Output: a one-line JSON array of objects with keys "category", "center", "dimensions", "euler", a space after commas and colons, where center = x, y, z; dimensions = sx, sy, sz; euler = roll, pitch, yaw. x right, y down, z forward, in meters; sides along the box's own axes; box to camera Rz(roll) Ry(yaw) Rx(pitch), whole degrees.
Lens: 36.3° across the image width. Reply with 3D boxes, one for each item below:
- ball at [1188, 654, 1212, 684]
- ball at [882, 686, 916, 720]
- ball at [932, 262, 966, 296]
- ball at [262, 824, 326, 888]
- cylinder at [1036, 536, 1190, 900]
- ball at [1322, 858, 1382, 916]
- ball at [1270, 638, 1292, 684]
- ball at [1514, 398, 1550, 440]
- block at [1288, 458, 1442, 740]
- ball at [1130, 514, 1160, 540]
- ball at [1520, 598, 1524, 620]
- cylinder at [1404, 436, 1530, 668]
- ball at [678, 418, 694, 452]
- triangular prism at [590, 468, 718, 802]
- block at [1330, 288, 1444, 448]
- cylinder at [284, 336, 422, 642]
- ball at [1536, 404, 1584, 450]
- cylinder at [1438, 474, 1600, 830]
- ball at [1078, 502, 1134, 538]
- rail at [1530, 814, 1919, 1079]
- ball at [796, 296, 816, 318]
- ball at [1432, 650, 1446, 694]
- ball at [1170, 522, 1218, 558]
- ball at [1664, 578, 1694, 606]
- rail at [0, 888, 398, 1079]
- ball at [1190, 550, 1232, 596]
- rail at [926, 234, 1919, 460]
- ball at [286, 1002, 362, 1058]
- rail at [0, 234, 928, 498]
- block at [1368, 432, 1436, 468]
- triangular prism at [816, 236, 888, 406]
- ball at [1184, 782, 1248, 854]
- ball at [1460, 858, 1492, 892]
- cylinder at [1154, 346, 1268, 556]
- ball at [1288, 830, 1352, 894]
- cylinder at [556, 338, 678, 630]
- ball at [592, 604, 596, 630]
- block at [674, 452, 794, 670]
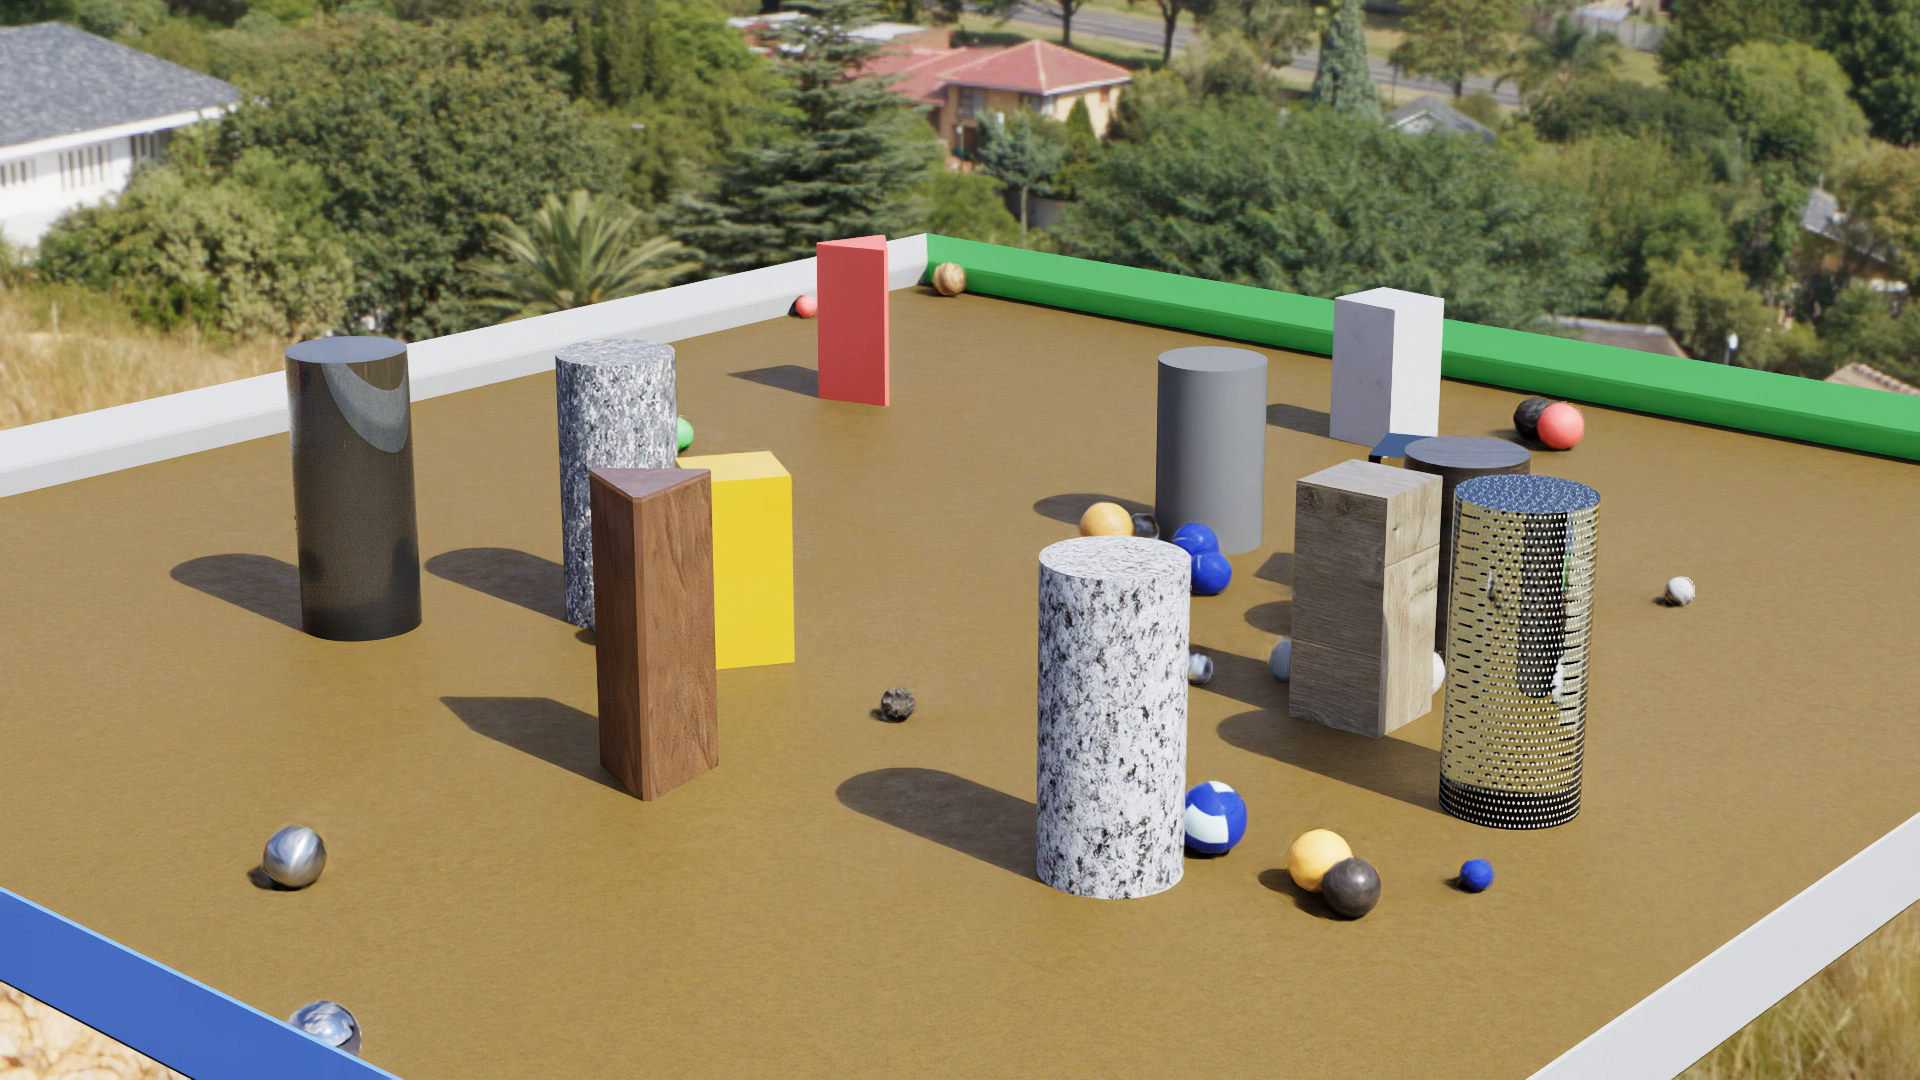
[{"category": "ball", "center": [0.380, 0.206, 4.693], "dimensions": [0.046, 0.046, 0.046], "euler": [0, 17, 0]}, {"category": "ball", "center": [-0.095, 0.253, 4.526], "dimensions": [0.052, 0.052, 0.052], "euler": [0, 17, 0]}, {"category": "ball", "center": [-0.029, -0.670, 7.533], "dimensions": [0.087, 0.087, 0.087], "euler": [0, 17, 0]}, {"category": "ball", "center": [-0.887, 0.422, 3.912], "dimensions": [0.083, 0.083, 0.083], "euler": [0, 17, 0]}, {"category": "cylinder", "center": [0.203, 0.235, 3.910], "dimensions": [0.200, 0.443, 0.200], "euler": [0, 17, 0]}, {"category": "ball", "center": [0.511, 0.452, 3.820], "dimensions": [0.077, 0.077, 0.077], "euler": [0, 17, 0]}, {"category": "ball", "center": [0.531, 0.193, 4.689], "dimensions": [0.072, 0.072, 0.072], "euler": [0, 17, 0]}, {"category": "ball", "center": [1.206, -0.255, 6.153], "dimensions": [0.086, 0.086, 0.086], "euler": [0, 17, 0]}, {"category": "block", "center": [0.622, 0.088, 4.505], "dimensions": [0.160, 0.380, 0.160], "euler": [13, 21, 37]}, {"category": "ball", "center": [0.334, -0.016, 5.395], "dimensions": [0.066, 0.066, 0.066], "euler": [0, 17, 0]}, {"category": "ball", "center": [0.911, 0.112, 4.944], "dimensions": [0.081, 0.081, 0.081], "euler": [0, 17, 0]}, {"category": "cylinder", "center": [0.812, 0.029, 4.744], "dimensions": [0.200, 0.355, 0.200], "euler": [0, 17, 0]}, {"category": "ball", "center": [-0.585, -0.218, 6.062], "dimensions": [0.069, 0.069, 0.069], "euler": [0, 17, 0]}, {"category": "triangular prism", "center": [-0.468, 0.126, 4.252], "dimensions": [0.150, 0.454, 0.173], "euler": [10, 19, 30]}, {"category": "block", "center": [0.891, -0.358, 6.128], "dimensions": [0.160, 0.299, 0.160], "euler": [-15, 22, -41]}, {"category": "cylinder", "center": [-1.016, -0.087, 4.920], "dimensions": [0.200, 0.477, 0.200], "euler": [0, 17, 0]}, {"category": "ball", "center": [1.242, -0.235, 6.070], "dimensions": [0.096, 0.096, 0.096], "euler": [0, 17, 0]}, {"category": "cylinder", "center": [0.787, 0.157, 4.135], "dimensions": [0.200, 0.462, 0.200], "euler": [0, 17, 0]}, {"category": "ball", "center": [0.266, -0.019, 5.345], "dimensions": [0.100, 0.100, 0.100], "euler": [0, 17, 0]}, {"category": "rail", "center": [1.359, 0.373, 3.990], "dimensions": [0.045, 0.130, 3.928], "euler": [14, 22, 39]}, {"category": "ball", "center": [-0.383, -0.581, 7.292], "dimensions": [0.054, 0.054, 0.054], "euler": [0, 17, 0]}, {"category": "ball", "center": [0.722, 0.208, 4.621], "dimensions": [0.084, 0.084, 0.084], "euler": [0, 17, 0]}, {"category": "ball", "center": [0.421, 0.012, 5.266], "dimensions": [0.087, 0.087, 0.087], "euler": [0, 17, 0]}, {"category": "ball", "center": [1.244, 0.089, 5.075], "dimensions": [0.049, 0.049, 0.049], "euler": [0, 17, 0]}, {"category": "rail", "center": [-1.272, 0.455, 3.717], "dimensions": [3.646, 0.130, 0.045], "euler": [14, 22, 39]}, {"category": "ball", "center": [0.436, 0.057, 5.131], "dimensions": [0.079, 0.079, 0.079], "euler": [0, 17, 0]}, {"category": "rail", "center": [1.272, -0.390, 6.523], "dimensions": [3.646, 0.130, 0.045], "euler": [14, 22, 39]}, {"category": "ball", "center": [-0.736, 0.578, 3.380], "dimensions": [0.091, 0.091, 0.091], "euler": [0, 17, 0]}, {"category": "rail", "center": [-1.359, -0.308, 6.249], "dimensions": [0.045, 0.130, 3.928], "euler": [14, 22, 39]}, {"category": "block", "center": [0.799, -0.029, 5.083], "dimensions": [0.160, 0.271, 0.160], "euler": [6, 18, 19]}, {"category": "triangular prism", "center": [-0.204, -0.490, 6.484], "dimensions": [0.173, 0.347, 0.150], "euler": [8, 19, 25]}, {"category": "ball", "center": [0.346, 0.381, 4.020], "dimensions": [0.099, 0.099, 0.099], "euler": [0, 17, 0]}, {"category": "ball", "center": [0.687, 0.445, 3.902], "dimensions": [0.043, 0.043, 0.043], "euler": [0, 17, 0]}, {"category": "cylinder", "center": [0.462, -0.165, 5.404], "dimensions": [0.200, 0.347, 0.200], "euler": [0, 17, 0]}, {"category": "ball", "center": [0.478, 0.427, 3.891], "dimensions": [0.085, 0.085, 0.085], "euler": [0, 17, 0]}, {"category": "cylinder", "center": [-0.576, -0.094, 4.969], "dimensions": [0.200, 0.461, 0.200], "euler": [0, 17, 0]}, {"category": "ball", "center": [-0.565, 0.127, 4.874], "dimensions": [0.093, 0.093, 0.093], "euler": [0, 17, 0]}, {"category": "block", "center": [-0.369, 0.033, 4.800], "dimensions": [0.160, 0.316, 0.160], "euler": [-5, 17, -15]}]
